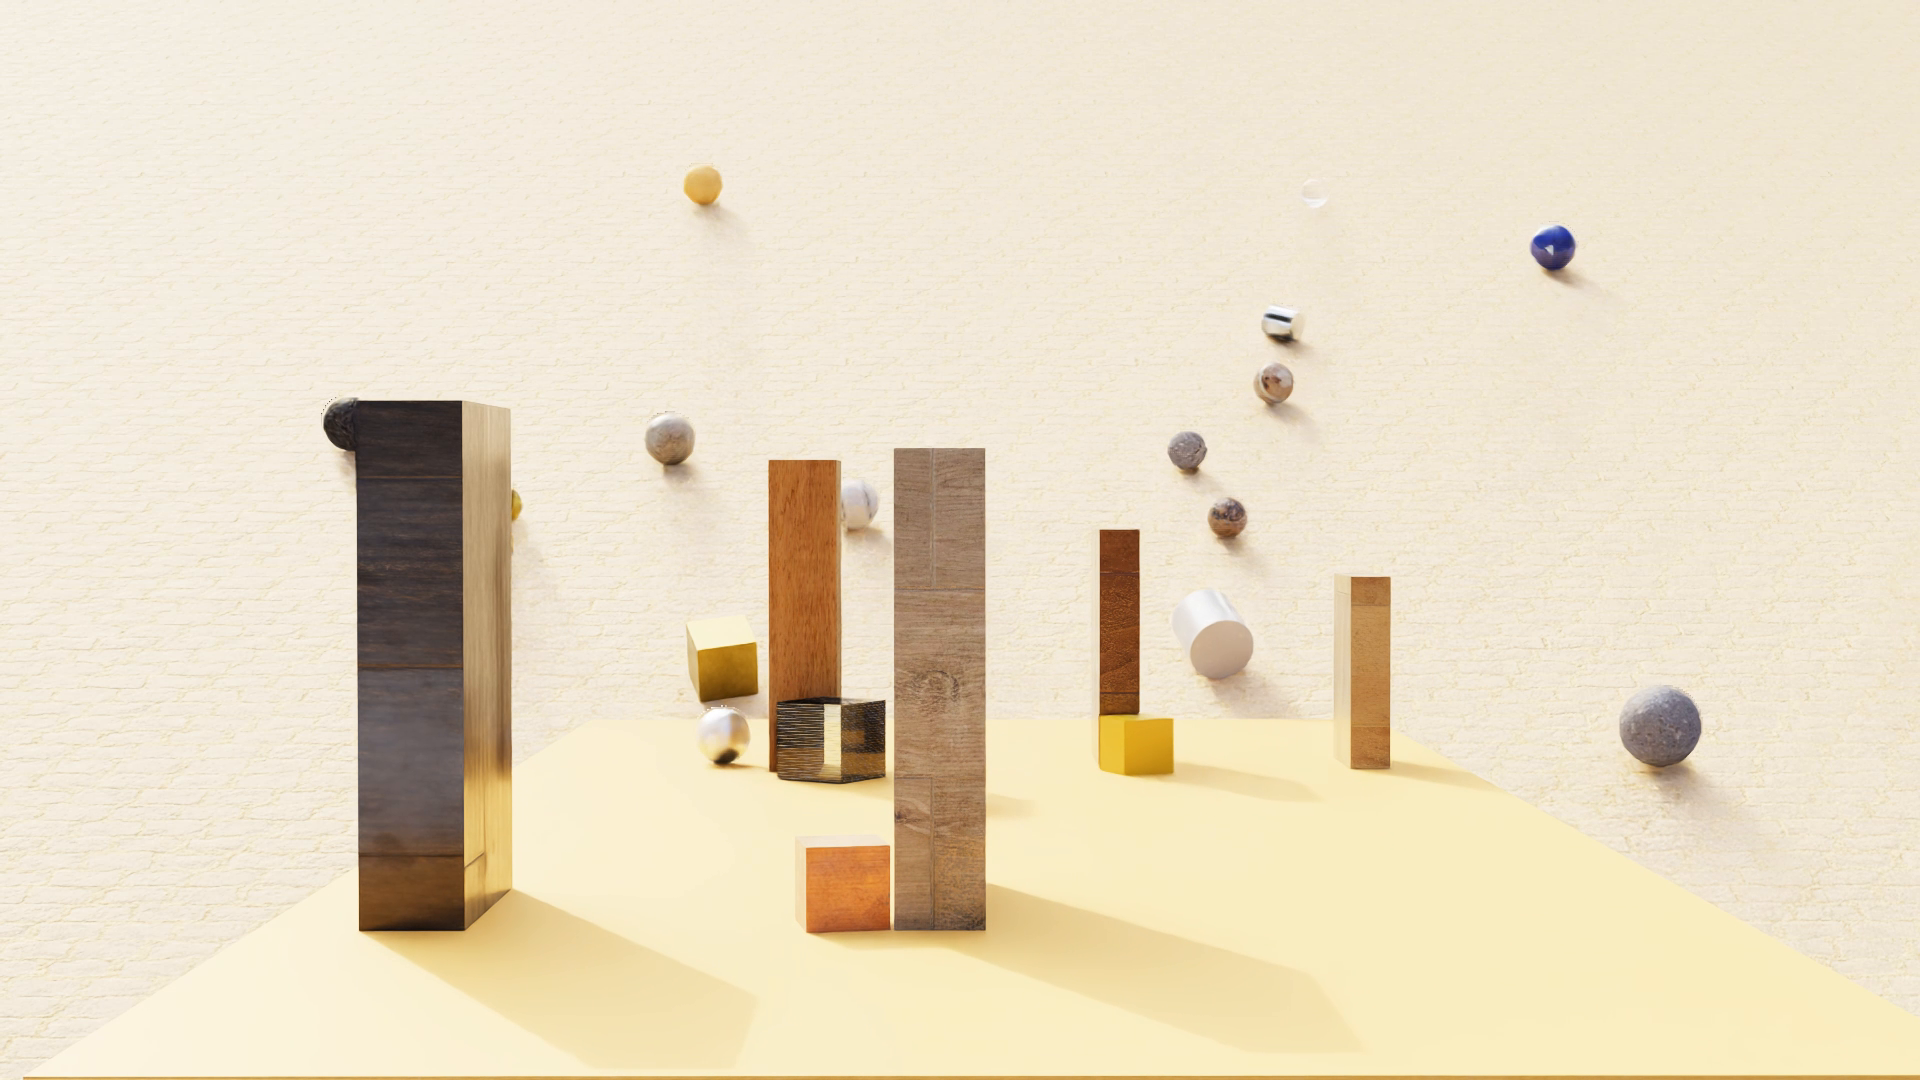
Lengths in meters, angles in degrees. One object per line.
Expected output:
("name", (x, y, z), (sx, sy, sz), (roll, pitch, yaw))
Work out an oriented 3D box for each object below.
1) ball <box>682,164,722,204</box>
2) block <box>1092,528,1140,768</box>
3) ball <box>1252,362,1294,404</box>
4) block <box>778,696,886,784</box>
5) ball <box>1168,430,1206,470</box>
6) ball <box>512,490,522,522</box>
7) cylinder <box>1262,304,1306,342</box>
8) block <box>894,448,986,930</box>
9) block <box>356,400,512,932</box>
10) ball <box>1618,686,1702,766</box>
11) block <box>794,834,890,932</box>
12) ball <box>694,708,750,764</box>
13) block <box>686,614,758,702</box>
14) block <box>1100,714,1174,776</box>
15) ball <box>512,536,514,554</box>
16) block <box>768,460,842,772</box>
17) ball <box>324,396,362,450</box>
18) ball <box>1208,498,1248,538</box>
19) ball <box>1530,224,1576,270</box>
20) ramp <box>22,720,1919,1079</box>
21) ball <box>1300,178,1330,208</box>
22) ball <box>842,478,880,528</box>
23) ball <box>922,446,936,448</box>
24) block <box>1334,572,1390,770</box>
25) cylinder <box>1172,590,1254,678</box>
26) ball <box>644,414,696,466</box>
("ball", (-1.030, -1.423, 10.334), (0.160, 0.160, 0.160), (0, 27, 0))
("block", (0.335, 0.226, 5.580), (0.086, 0.503, 0.317), (0, 1, 0))
("ball", (1.041, -0.522, 8.572), (0.138, 0.138, 0.138), (0, 27, 0))
("block", (-0.260, 0.405, 5.239), (0.158, 0.158, 0.158), (1, 1, 33))
("ball", (0.714, -0.283, 8.114), (0.122, 0.122, 0.122), (0, 27, 0))
("ball", (-1.373, -0.105, 7.775), (0.111, 0.111, 0.111), (0, 27, 0))
("cylinder", (1.138, -0.763, 9.078), (0.111, 0.111, 0.111), (17, 32, 31))
("block", (-0.027, 0.194, 3.643), (0.122, 0.641, 0.435), (0, 1, 0))
("block", (-0.729, 0.164, 3.608), (0.141, 0.705, 0.371), (0, 1, 0))
("ball", (1.770, 0.471, 6.529), (0.203, 0.203, 0.203), (0, 27, 0))
("block", (-0.159, 0.462, 3.479), (0.113, 0.113, 0.113), (0, 1, -11))
("ball", (-0.507, 0.419, 5.517), (0.119, 0.119, 0.119), (0, 27, 0))
("block", (-0.635, 0.315, 6.888), (0.159, 0.159, 0.159), (-7, 28, -14))
("block", (0.366, 0.424, 5.359), (0.114, 0.114, 0.114), (-1, 1, -23))
("ball", (-1.371, 0.014, 7.493), (0.152, 0.152, 0.152), (0, 27, 0))
("block", (-0.326, 0.156, 5.463), (0.141, 0.648, 0.240), (0, 1, 0))
("ball", (-1.943, -0.370, 8.234), (0.172, 0.172, 0.172), (0, 27, 0))
("ball", (0.797, -0.066, 7.687), (0.120, 0.120, 0.120), (0, 27, 0))
("ball", (2.223, -1.098, 9.675), (0.173, 0.173, 0.173), (0, 27, 0))
("ramp", (0.061, 0.547, 4.583), (2.000, 0.100, 4.000), (0, 1, 0))
("ball", (1.417, -1.387, 10.311), (0.116, 0.116, 0.116), (0, 27, 0))
("ball", (-0.317, -0.109, 7.737), (0.151, 0.151, 0.151), (0, 27, 0))
("ball", (-0.095, -0.215, 7.950), (0.150, 0.150, 0.150), (0, 27, 0))
("block", (0.859, 0.276, 5.521), (0.084, 0.404, 0.243), (0, 1, 0))
("cylinder", (0.684, 0.254, 6.985), (0.179, 0.179, 0.179), (-5, 27, -10))
("ball", (-0.914, -0.316, 8.138), (0.161, 0.161, 0.161), (0, 27, 0))
